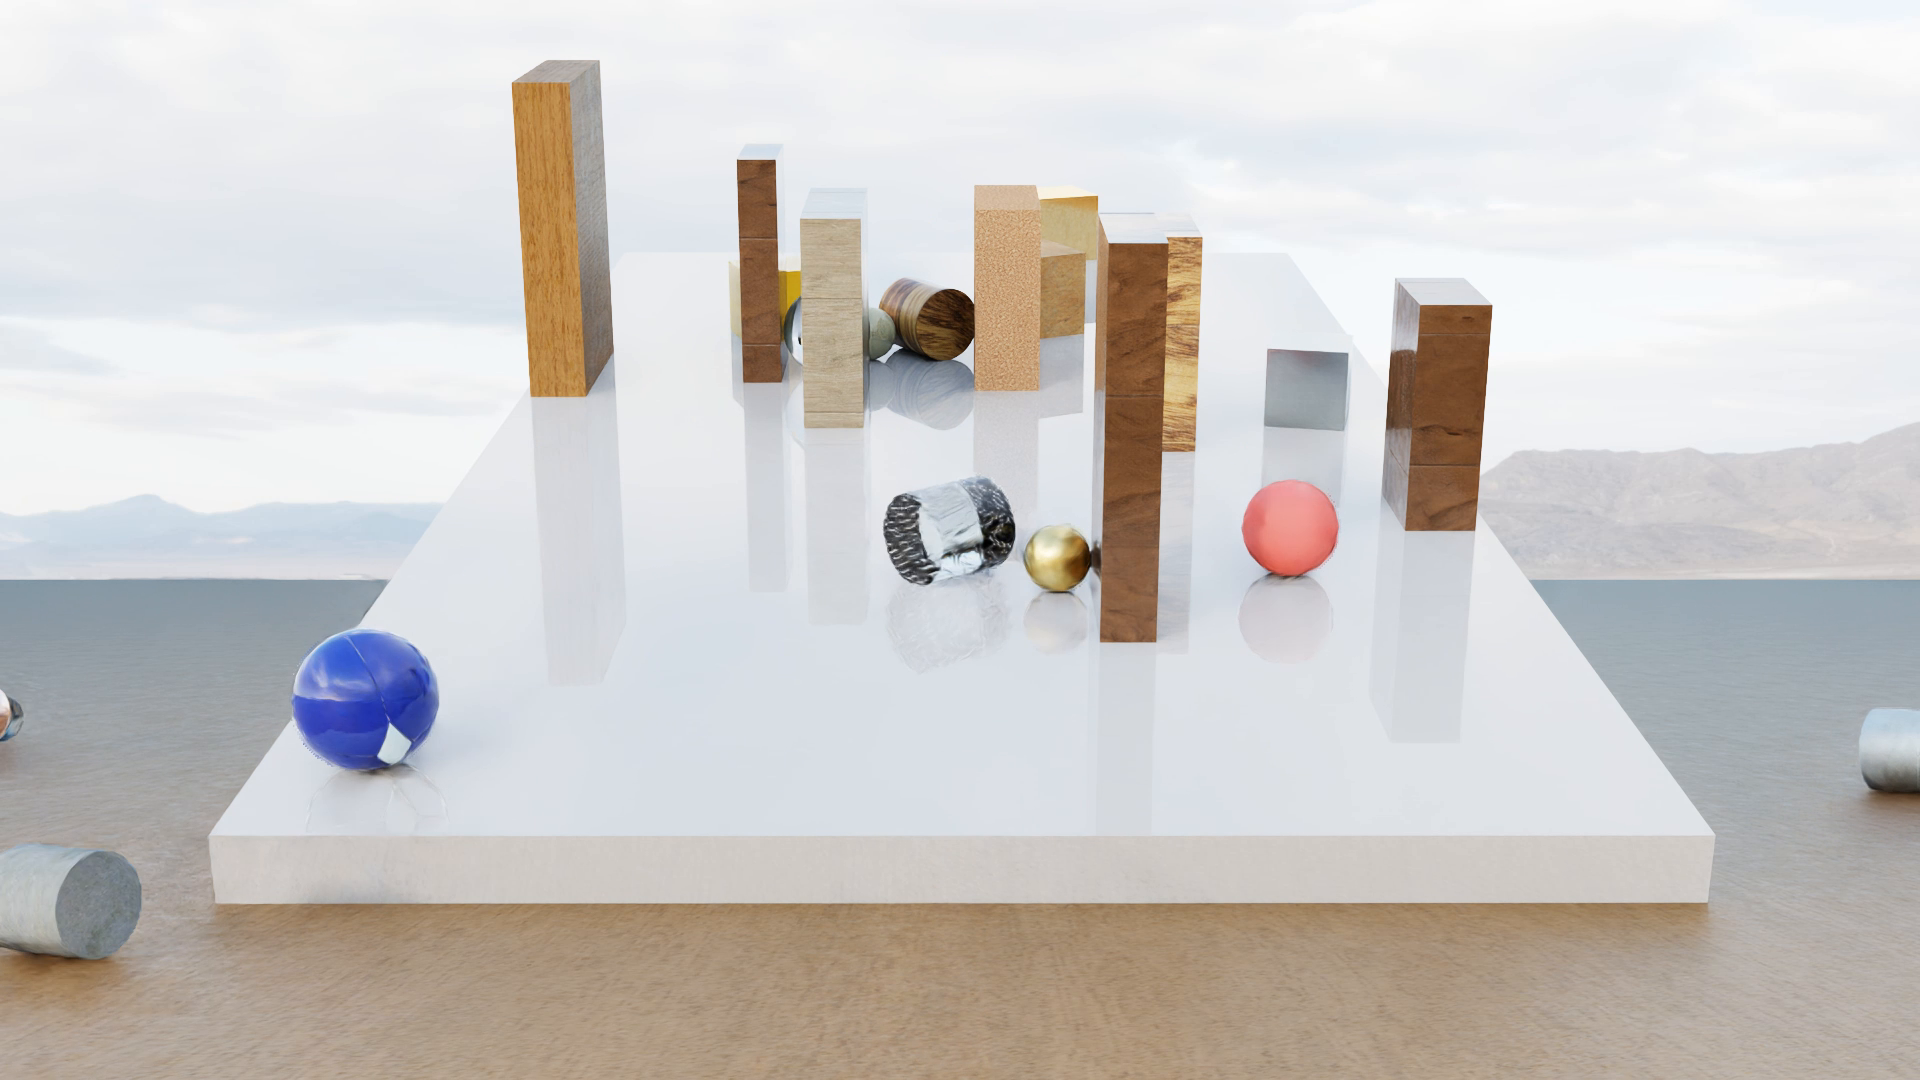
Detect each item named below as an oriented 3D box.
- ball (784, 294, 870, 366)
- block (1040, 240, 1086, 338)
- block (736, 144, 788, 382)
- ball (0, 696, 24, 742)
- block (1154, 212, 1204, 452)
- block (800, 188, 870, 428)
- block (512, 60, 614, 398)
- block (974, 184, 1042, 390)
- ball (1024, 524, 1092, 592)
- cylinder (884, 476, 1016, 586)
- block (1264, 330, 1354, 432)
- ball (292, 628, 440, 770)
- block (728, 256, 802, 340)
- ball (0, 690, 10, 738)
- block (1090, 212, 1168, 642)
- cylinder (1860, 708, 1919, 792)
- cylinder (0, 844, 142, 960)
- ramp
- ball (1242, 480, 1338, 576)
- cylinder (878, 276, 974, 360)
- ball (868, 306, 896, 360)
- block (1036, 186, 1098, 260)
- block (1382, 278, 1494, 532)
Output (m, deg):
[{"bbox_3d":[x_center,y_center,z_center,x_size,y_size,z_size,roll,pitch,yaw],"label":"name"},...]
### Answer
[{"bbox_3d":[-0.316,-0.499,5.327,0.207,0.207,0.207,0,-1,0],"label":"ball"},{"bbox_3d":[0.178,-0.643,5.760,0.210,0.210,0.210,-9,21,-27],"label":"block"},{"bbox_3d":[-0.465,-0.656,5.300,0.090,0.523,0.245,0,18,0],"label":"block"},{"bbox_3d":[-2.517,0.466,5.863,0.126,0.126,0.126,0,-1,0],"label":"ball"},{"bbox_3d":[0.446,-0.446,4.778,0.098,0.456,0.284,0,18,0],"label":"block"},{"bbox_3d":[-0.275,-0.524,5.002,0.129,0.460,0.394,0,18,0],"label":"block"},{"bbox_3d":[-0.921,-0.735,5.239,0.127,0.711,0.447,0,18,0],"label":"block"},{"bbox_3d":[0.109,-0.599,5.292,0.149,0.422,0.340,0,18,0],"label":"block"},{"bbox_3d":[0.168,0.031,3.873,0.117,0.117,0.117,0,-1,0],"label":"ball"},{"bbox_3d":[-0.019,-0.017,3.943,0.164,0.164,0.164,-14,8,-37],"label":"cylinder"},{"bbox_3d":[0.769,-0.352,4.942,0.175,0.175,0.175,4,19,12],"label":"block"},{"bbox_3d":[-0.836,0.224,3.158,0.201,0.201,0.201,0,-1,0],"label":"ball"},{"bbox_3d":[-0.476,-0.610,5.702,0.181,0.181,0.181,-6,19,-19],"label":"block"},{"bbox_3d":[-2.442,0.430,5.529,0.187,0.187,0.187,0,-1,0],"label":"ball"},{"bbox_3d":[0.274,-0.187,3.678,0.092,0.657,0.271,0,18,0],"label":"block"},{"bbox_3d":[1.929,0.427,4.521,0.165,0.165,0.165,-1,-1,44],"label":"cylinder"},{"bbox_3d":[-1.041,0.418,2.597,0.124,0.124,0.124,0,-1,27],"label":"cylinder"},{"bbox_3d":[-0.004,-0.191,4.888,2.000,0.100,4.000,0,18,0],"label":"ramp"},{"bbox_3d":[0.582,-0.022,3.955,0.169,0.169,0.169,0,-1,0],"label":"ball"},{"bbox_3d":[-0.081,-0.546,5.520,0.177,0.177,0.177,1,15,-35],"label":"cylinder"},{"bbox_3d":[-0.221,-0.505,5.467,0.131,0.131,0.131,0,-1,0],"label":"ball"},{"bbox_3d":[0.284,-0.942,6.690,0.192,0.192,0.192,-7,20,-20],"label":"block"},{"bbox_3d":[0.902,-0.260,4.257,0.133,0.432,0.244,0,18,0],"label":"block"}]
